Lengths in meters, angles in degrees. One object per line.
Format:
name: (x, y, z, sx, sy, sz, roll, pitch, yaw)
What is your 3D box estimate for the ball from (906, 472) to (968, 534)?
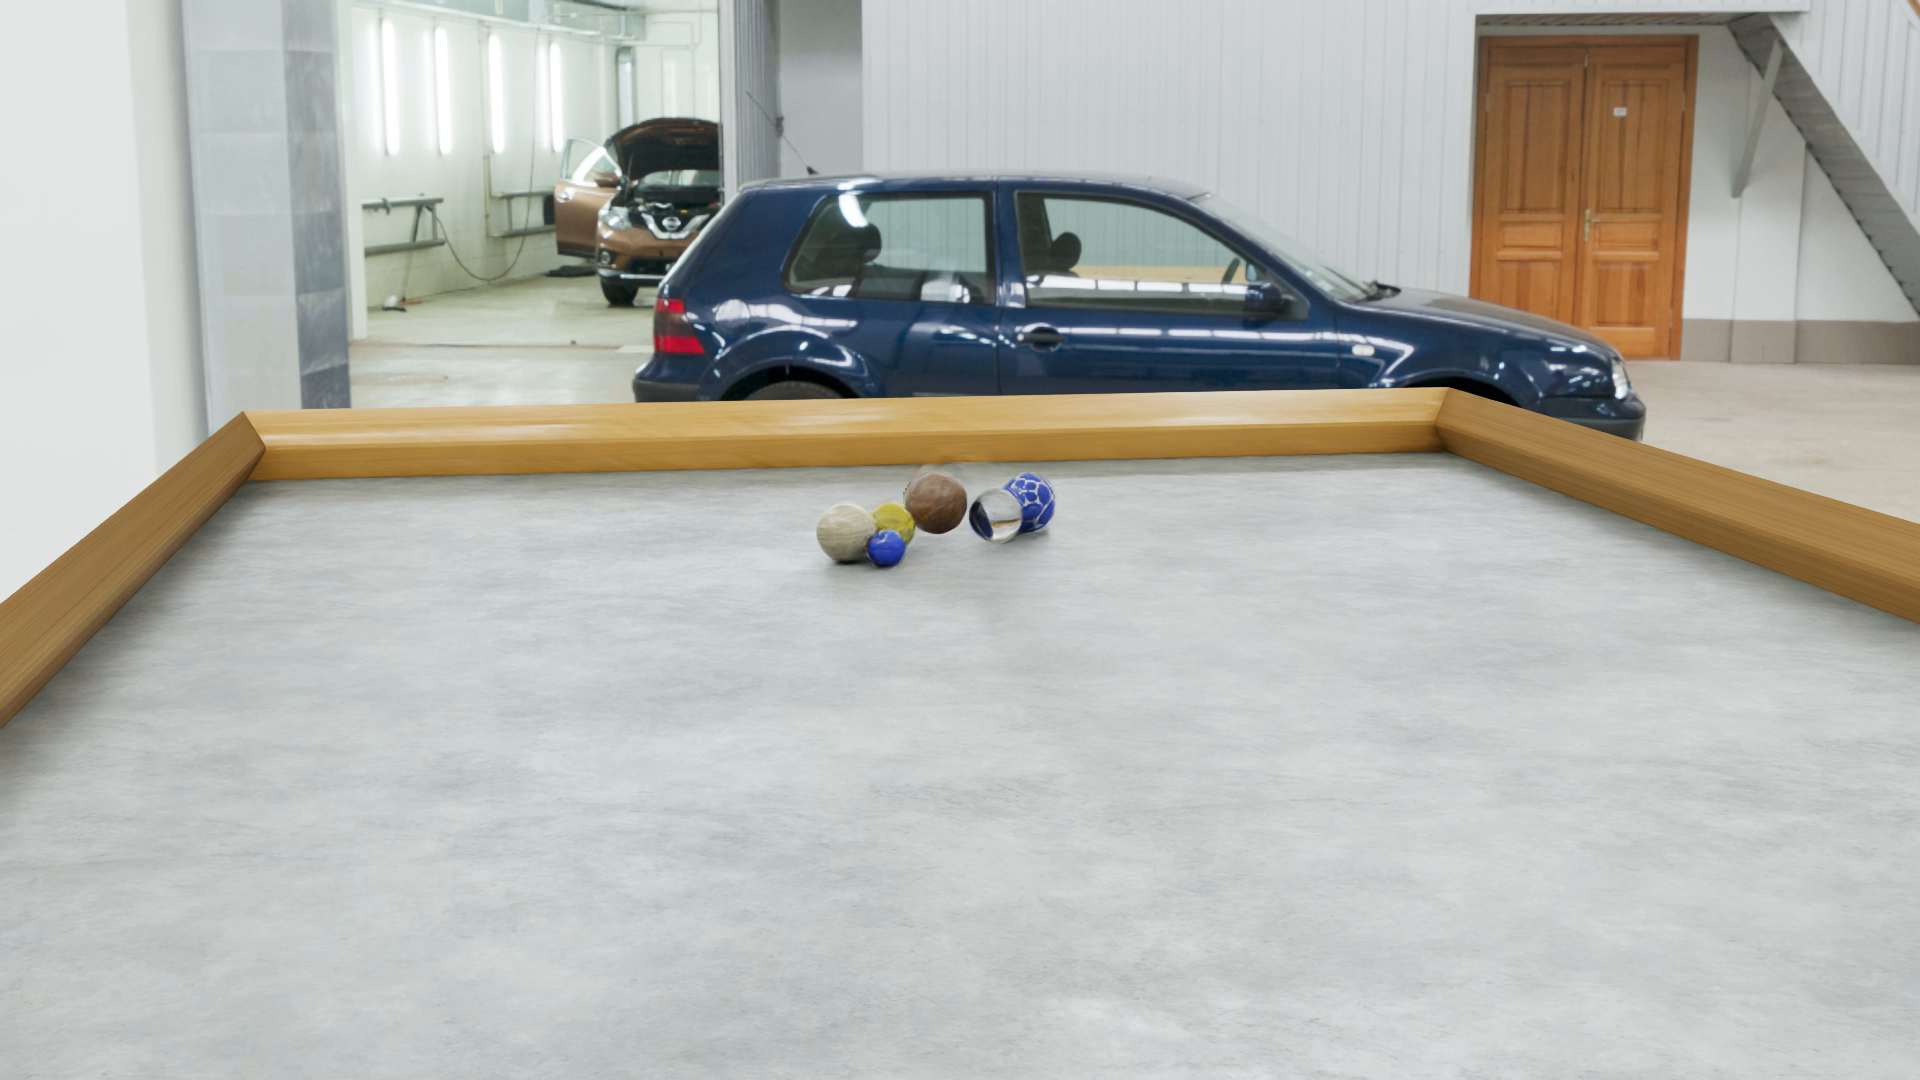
ball: (-0.037, -0.058, 3.475, 0.099, 0.099, 0.099, 0, 10, 0)

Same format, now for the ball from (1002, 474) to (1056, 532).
ball: (0.108, -0.059, 3.561, 0.095, 0.095, 0.095, 0, 10, 0)

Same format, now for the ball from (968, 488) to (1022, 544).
ball: (0.057, -0.038, 3.469, 0.086, 0.086, 0.086, 0, 10, 0)

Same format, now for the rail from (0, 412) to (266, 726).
rail: (-0.971, 0.190, 2.097, 0.045, 0.129, 4.134, -2, 11, -9)

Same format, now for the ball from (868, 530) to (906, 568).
ball: (-0.109, 0.013, 3.276, 0.056, 0.056, 0.056, 0, 10, 0)

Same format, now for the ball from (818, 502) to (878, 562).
ball: (-0.170, -0.011, 3.311, 0.090, 0.090, 0.090, 0, 10, 0)

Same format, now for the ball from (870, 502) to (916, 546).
ball: (-0.107, -0.019, 3.390, 0.077, 0.077, 0.077, 0, 10, 0)

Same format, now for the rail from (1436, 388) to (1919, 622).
rail: (1.312, 0.122, 2.472, 0.045, 0.129, 4.134, -2, 11, -9)

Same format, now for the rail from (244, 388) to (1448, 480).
rail: (-0.166, -0.207, 4.267, 2.362, 0.129, 0.045, -2, 11, -9)
